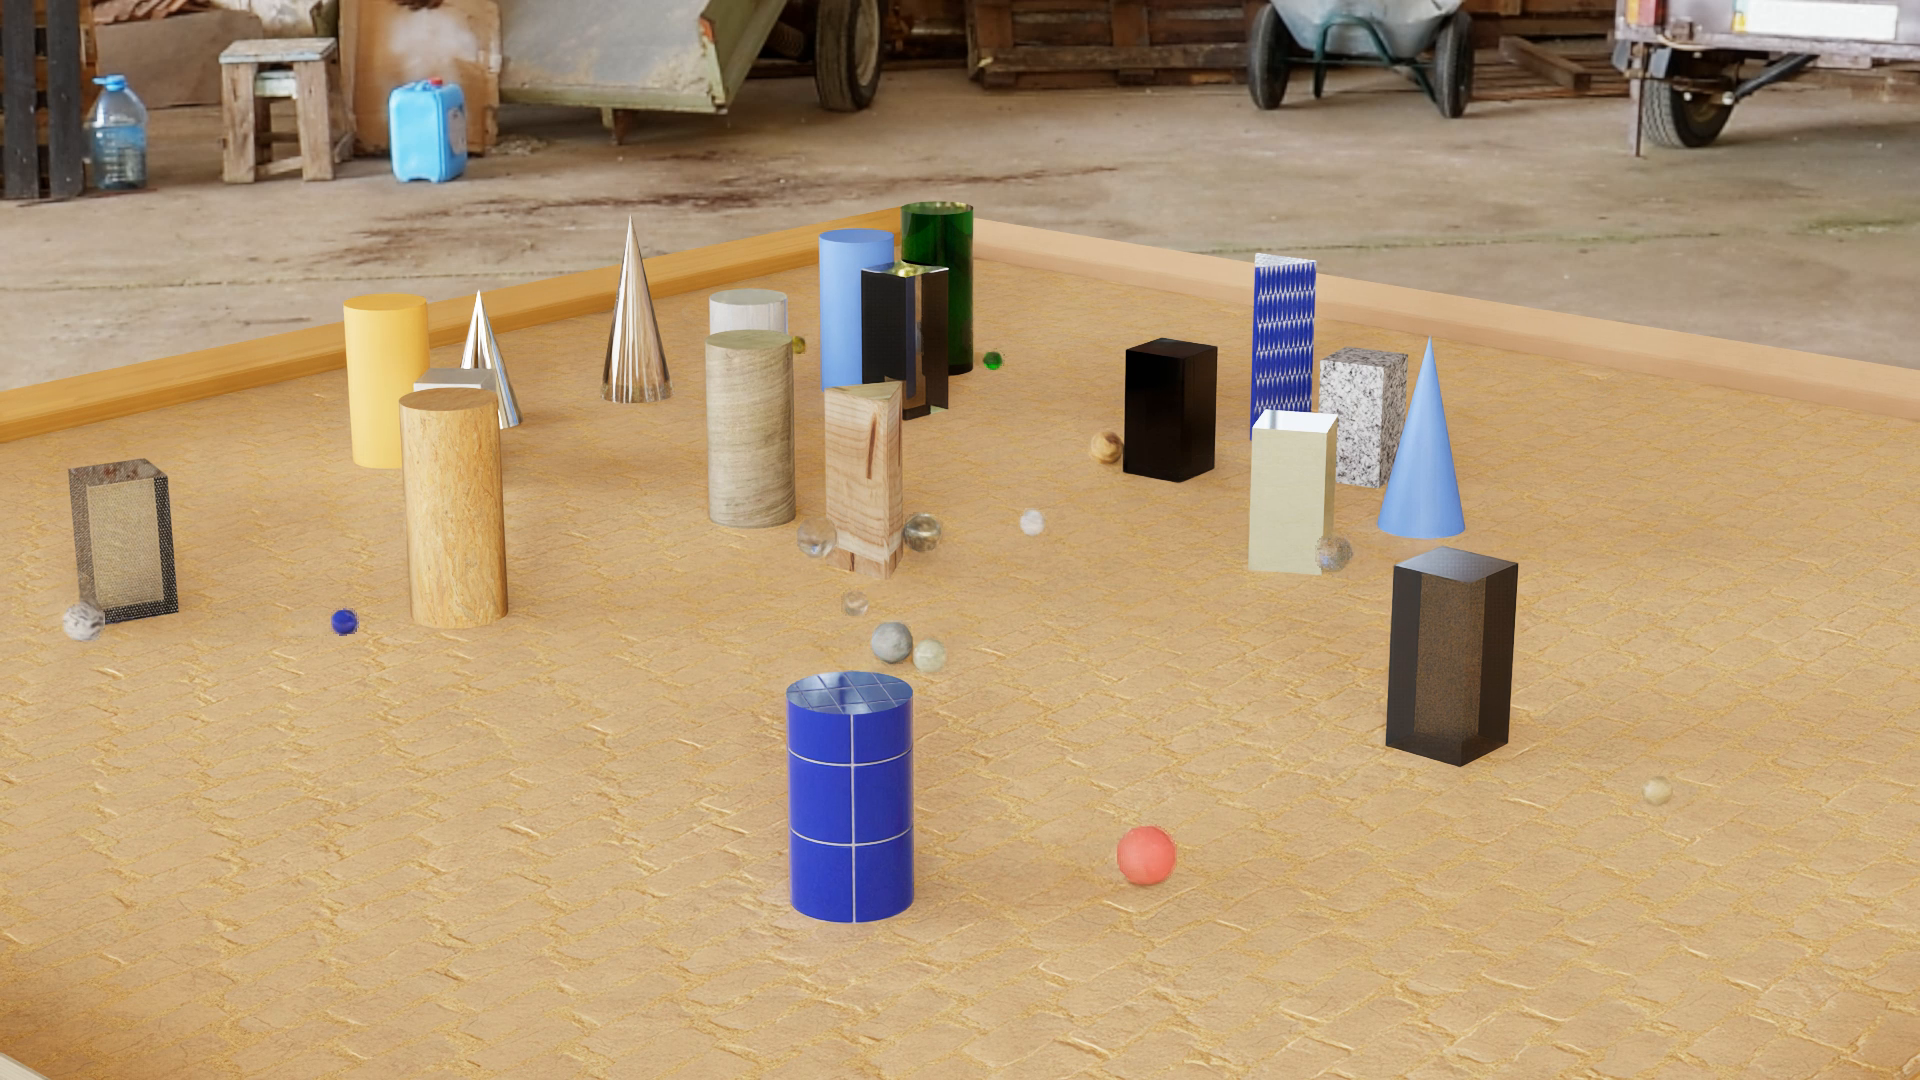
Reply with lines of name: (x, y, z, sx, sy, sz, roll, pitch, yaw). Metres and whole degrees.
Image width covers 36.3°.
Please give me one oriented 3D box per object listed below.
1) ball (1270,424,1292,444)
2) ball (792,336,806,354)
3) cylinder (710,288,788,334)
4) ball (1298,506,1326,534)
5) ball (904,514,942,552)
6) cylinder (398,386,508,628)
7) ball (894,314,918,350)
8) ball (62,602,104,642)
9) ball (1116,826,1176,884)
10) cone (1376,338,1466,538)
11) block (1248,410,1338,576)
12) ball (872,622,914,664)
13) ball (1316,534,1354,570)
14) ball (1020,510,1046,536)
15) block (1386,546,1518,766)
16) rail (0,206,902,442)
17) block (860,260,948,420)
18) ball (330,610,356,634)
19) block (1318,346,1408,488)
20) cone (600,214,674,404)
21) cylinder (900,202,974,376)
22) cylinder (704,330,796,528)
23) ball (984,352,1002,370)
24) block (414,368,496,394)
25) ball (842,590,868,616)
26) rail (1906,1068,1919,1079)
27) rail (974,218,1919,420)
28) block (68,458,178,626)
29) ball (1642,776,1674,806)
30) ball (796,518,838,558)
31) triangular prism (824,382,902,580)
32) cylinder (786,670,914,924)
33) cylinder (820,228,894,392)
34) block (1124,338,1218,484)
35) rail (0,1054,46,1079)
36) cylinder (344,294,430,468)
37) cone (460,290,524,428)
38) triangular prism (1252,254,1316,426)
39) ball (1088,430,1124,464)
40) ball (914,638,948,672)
ball: (0.661, -0.217, 6.036, 0.042, 0.042, 0.042, 0, 17, 0)
ball: (-0.377, -0.452, 6.808, 0.042, 0.042, 0.042, 0, 17, 0)
cylinder: (-0.445, -0.383, 6.193, 0.164, 0.267, 0.164, 0, 17, 0)
ball: (0.651, -0.036, 5.429, 0.051, 0.051, 0.051, 0, 17, 0)
ball: (-0.067, -0.012, 5.285, 0.070, 0.070, 0.070, 0, 17, 0)
cylinder: (-0.851, -0.055, 4.934, 0.164, 0.375, 0.164, 0, 17, 0)
ball: (-0.139, -0.486, 6.849, 0.082, 0.082, 0.082, 0, 17, 0)
ball: (-1.448, 0.136, 4.840, 0.065, 0.065, 0.065, 0, 17, 0)
ball: (0.246, 0.418, 3.890, 0.078, 0.078, 0.078, 0, 17, 0)
cone: (0.862, -0.202, 5.430, 0.164, 0.366, 0.164, 0, 17, 0)
block: (0.594, -0.086, 5.230, 0.131, 0.261, 0.131, 5, 18, 15)
ball: (-0.110, 0.165, 4.736, 0.068, 0.068, 0.068, 0, 17, 0)
ball: (0.655, 0.023, 5.125, 0.063, 0.063, 0.063, 0, 17, 0)
ball: (0.134, -0.032, 5.419, 0.047, 0.047, 0.047, 0, 17, 0)
block: (0.729, 0.171, 4.349, 0.131, 0.283, 0.131, 15, 22, 40)
rail: (-1.584, -0.374, 6.439, 0.045, 0.106, 4.395, 14, 22, 39)
block: (-0.118, -0.429, 6.270, 0.131, 0.310, 0.131, 15, 22, 40)
ball: (-1.025, 0.136, 4.877, 0.042, 0.042, 0.042, 0, 17, 0)
block: (0.792, -0.243, 5.776, 0.131, 0.242, 0.131, 9, 19, 28)
cone: (-0.711, -0.515, 6.390, 0.164, 0.405, 0.164, 0, 17, 0)
cylinder: (-0.051, -0.568, 6.629, 0.164, 0.369, 0.164, 0, 17, 0)
cylinder: (-0.392, -0.209, 5.492, 0.164, 0.343, 0.164, 0, 17, 0)
ball: (0.075, -0.407, 6.658, 0.044, 0.044, 0.044, 0, 17, 0)
block: (-0.987, -0.221, 5.761, 0.131, 0.209, 0.131, 1, 17, 4)
ball: (-0.177, 0.108, 4.967, 0.044, 0.044, 0.044, 0, 17, 0)
rail: (1.584, 0.428, 3.808, 0.045, 0.106, 4.395, 14, 22, 39)
rail: (1.425, -0.452, 6.693, 4.242, 0.106, 0.045, 14, 22, 39)
block: (-1.419, 0.002, 4.975, 0.131, 0.242, 0.131, -10, 20, -30)
ball: (0.989, 0.355, 4.157, 0.043, 0.043, 0.043, 0, 17, 0)
ball: (-0.254, -0.004, 5.199, 0.073, 0.073, 0.073, 0, 17, 0)
triangular prism: (-0.145, -0.112, 5.208, 0.142, 0.325, 0.123, 14, 22, 37)
cylinder: (-0.142, 0.333, 3.811, 0.164, 0.287, 0.164, 0, 17, 0)
cylinder: (-0.226, -0.499, 6.445, 0.164, 0.344, 0.164, 0, 17, 0)
block: (0.417, -0.258, 5.814, 0.131, 0.251, 0.131, 12, 21, 35)
rail: (-1.425, 0.505, 3.553, 4.242, 0.106, 0.045, 14, 22, 39)
cylinder: (-1.147, -0.321, 5.896, 0.164, 0.322, 0.164, 0, 17, 0)
cone: (-1.009, -0.390, 6.189, 0.164, 0.283, 0.164, 0, 17, 0)
triangular prism: (0.643, -0.405, 6.098, 0.142, 0.366, 0.123, -8, 19, -23)
ball: (0.293, -0.186, 5.887, 0.069, 0.069, 0.069, 0, 17, 0)
ball: (-0.048, 0.185, 4.694, 0.055, 0.055, 0.055, 0, 17, 0)
